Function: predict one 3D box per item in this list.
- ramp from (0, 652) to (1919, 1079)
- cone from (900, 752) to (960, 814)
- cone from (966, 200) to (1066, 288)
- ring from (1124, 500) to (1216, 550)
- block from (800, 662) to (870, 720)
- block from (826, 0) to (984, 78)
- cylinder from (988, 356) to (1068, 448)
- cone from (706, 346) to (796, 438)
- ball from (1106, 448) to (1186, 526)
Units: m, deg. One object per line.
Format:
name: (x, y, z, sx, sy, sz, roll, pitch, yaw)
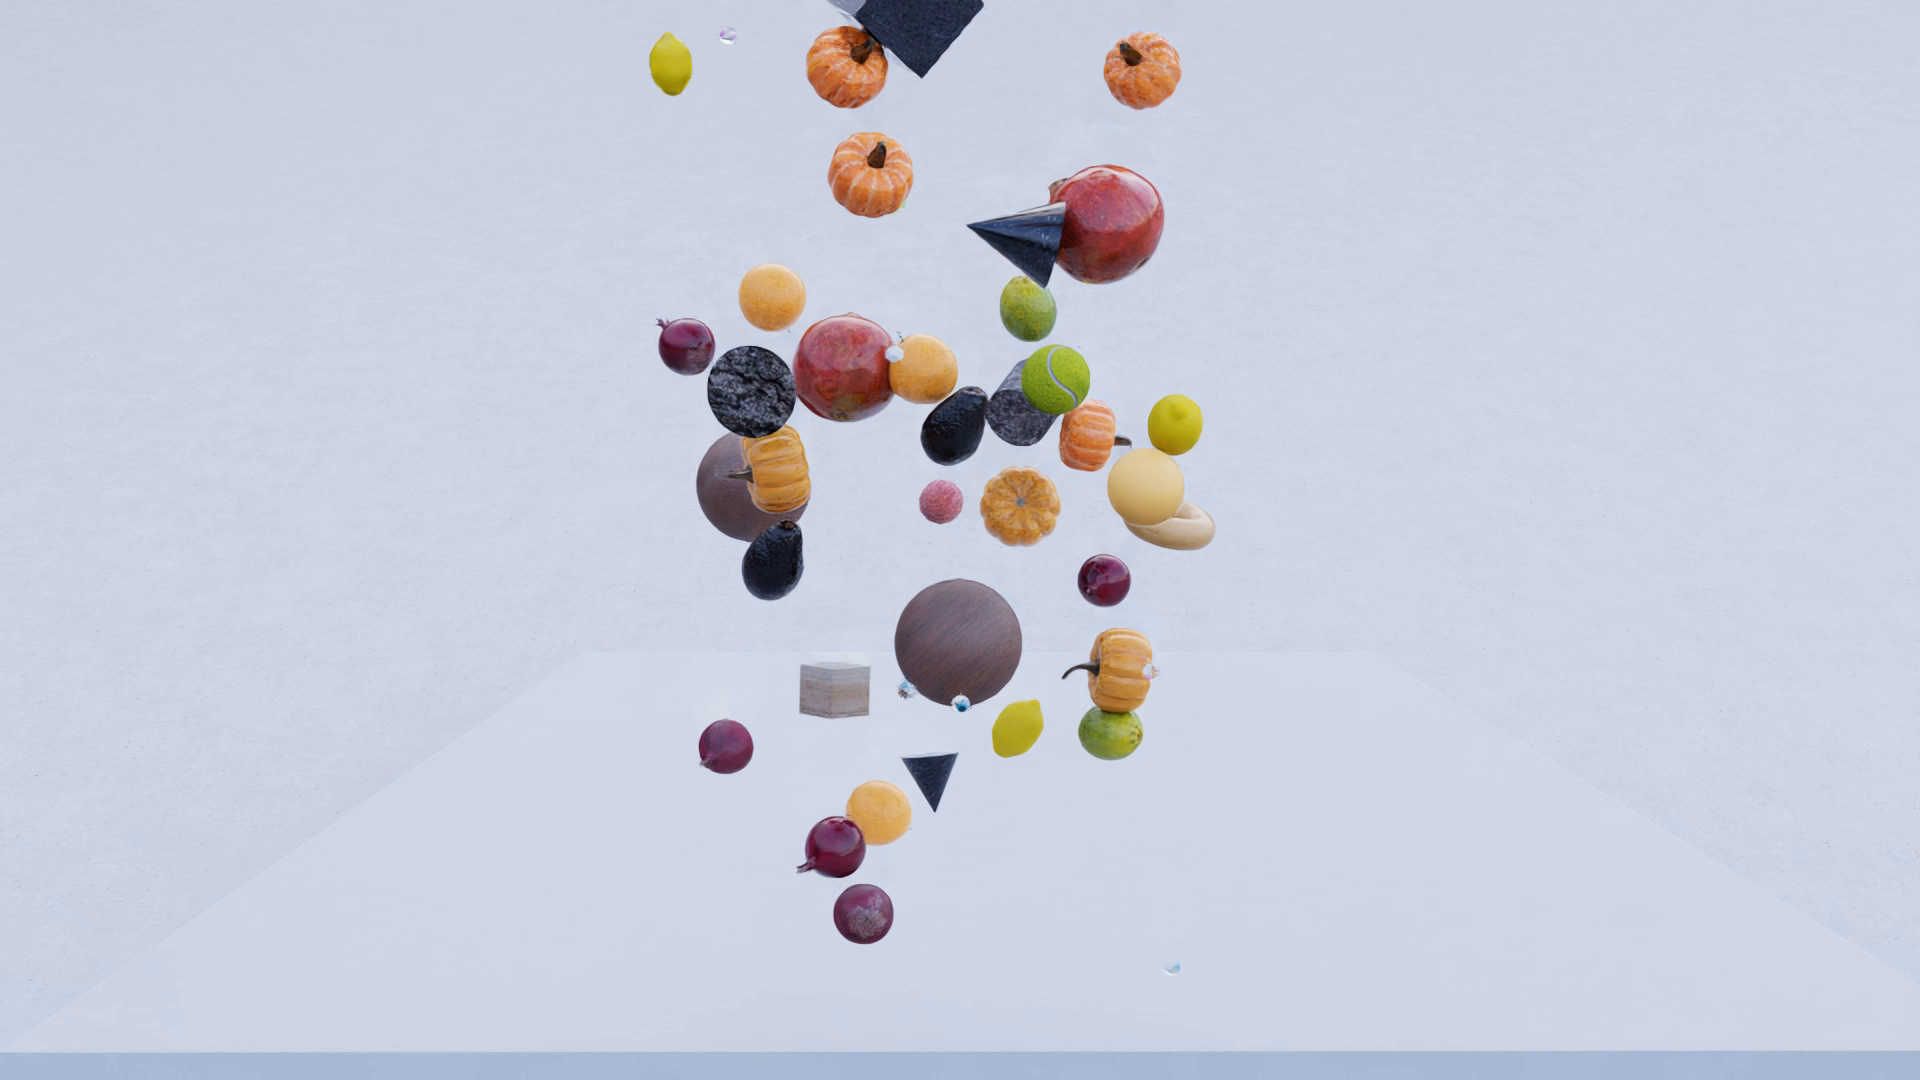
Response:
ramp: (0.049, 0.444, 4.532, 2.000, 0.100, 4.000, 0, 3, 0)
cone: (-0.029, 0.255, 2.681, 0.062, 0.062, 0.062, -5, -1, 0)
cone: (0.044, -0.271, 2.281, 0.081, 0.081, 0.081, 12, 20, -6)
ring: (0.206, -0.018, 2.526, 0.094, 0.031, 0.094, 11, 21, -4)
block: (-0.137, 0.164, 2.803, 0.054, 0.054, 0.054, -2, 6, -44)
block: (-0.052, -0.503, 2.400, 0.090, 0.090, 0.090, 39, 4, -29)
cylinder: (0.073, -0.147, 2.742, 0.070, 0.070, 0.070, 6, 45, 15)
cone: (-0.191, -0.151, 2.517, 0.090, 0.090, 0.090, 5, 12, 12)
ball: (0.166, -0.047, 2.295, 0.070, 0.070, 0.070, 0, 21, 0)
